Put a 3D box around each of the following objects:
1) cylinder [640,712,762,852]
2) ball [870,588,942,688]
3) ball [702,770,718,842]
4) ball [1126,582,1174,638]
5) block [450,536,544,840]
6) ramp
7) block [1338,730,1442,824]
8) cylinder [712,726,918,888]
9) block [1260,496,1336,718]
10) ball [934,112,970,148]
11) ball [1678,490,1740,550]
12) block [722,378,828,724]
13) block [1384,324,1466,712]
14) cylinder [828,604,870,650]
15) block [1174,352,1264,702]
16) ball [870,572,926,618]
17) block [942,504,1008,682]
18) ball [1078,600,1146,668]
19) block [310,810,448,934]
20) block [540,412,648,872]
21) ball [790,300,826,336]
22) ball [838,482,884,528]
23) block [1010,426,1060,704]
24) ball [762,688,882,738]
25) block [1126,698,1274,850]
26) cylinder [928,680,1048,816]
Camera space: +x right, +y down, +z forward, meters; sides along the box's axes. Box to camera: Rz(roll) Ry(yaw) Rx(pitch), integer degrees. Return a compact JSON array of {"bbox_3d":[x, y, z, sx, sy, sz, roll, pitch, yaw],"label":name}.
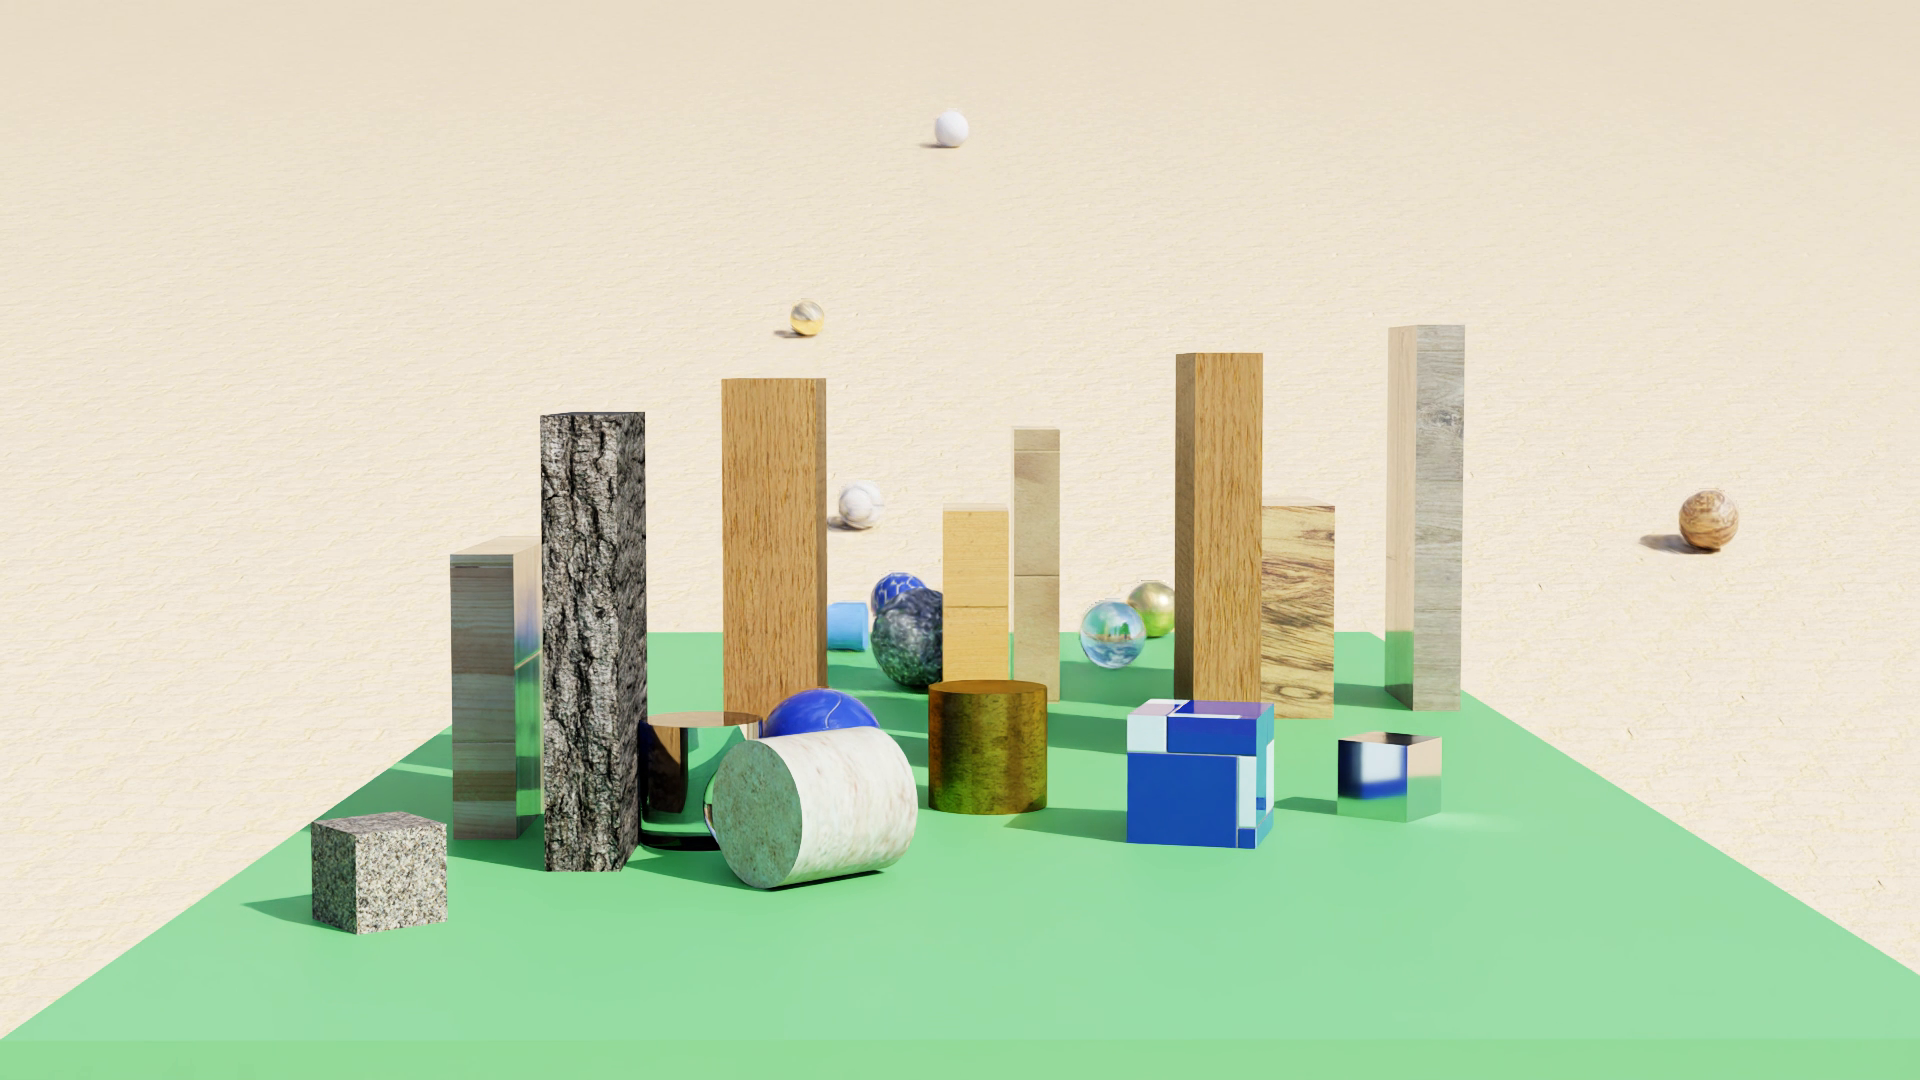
[{"bbox_3d":[-0.364,0.338,3.617,0.172,0.172,0.172,0,4,0],"label":"cylinder"},{"bbox_3d":[-0.081,0.205,5.356,0.209,0.209,0.209,0,20,0],"label":"ball"},{"bbox_3d":[-0.278,0.361,3.487,0.143,0.143,0.143,0,20,0],"label":"ball"},{"bbox_3d":[0.478,0.174,6.367,0.141,0.141,0.141,0,20,0],"label":"ball"},{"bbox_3d":[-0.672,0.208,3.819,0.089,0.404,0.409,0,4,0],"label":"block"},{"bbox_3d":[0.046,0.414,4.536,2.000,0.100,4.000,0,4,0],"label":"ramp"},{"bbox_3d":[0.641,0.352,3.830,0.114,0.114,0.114,3,5,36],"label":"block"},{"bbox_3d":[-0.189,0.346,3.343,0.190,0.190,0.190,-3,17,-42],"label":"cylinder"},{"bbox_3d":[0.638,0.126,5.058,0.144,0.406,0.373,0,4,0],"label":"block"},{"bbox_3d":[-0.043,-2.100,13.119,0.182,0.182,0.182,0,20,0],"label":"ball"},{"bbox_3d":[2.152,-0.057,7.378,0.172,0.172,0.172,0,20,0],"label":"ball"},{"bbox_3d":[-0.288,0.071,4.034,0.142,0.649,0.316,0,4,0],"label":"block"},{"bbox_3d":[0.927,-0.052,5.135,0.093,0.750,0.332,0,4,0],"label":"block"},{"bbox_3d":[-0.278,0.206,6.062,0.112,0.112,0.112,0,19,6],"label":"cylinder"},{"bbox_3d":[0.451,0.018,4.516,0.114,0.692,0.387,0,4,0],"label":"block"},{"bbox_3d":[-0.151,0.158,6.492,0.155,0.155,0.155,0,20,0],"label":"ball"},{"bbox_3d":[0.026,0.158,4.379,0.109,0.430,0.263,0,4,0],"label":"block"},{"bbox_3d":[0.340,0.211,5.718,0.151,0.151,0.151,0,20,0],"label":"ball"},{"bbox_3d":[-0.700,0.399,3.091,0.118,0.118,0.118,-3,5,-39],"label":"block"},{"bbox_3d":[-0.499,0.127,3.529,0.099,0.603,0.316,0,4,0],"label":"block"},{"bbox_3d":[-0.572,-0.829,9.608,0.134,0.134,0.134,0,20,0],"label":"ball"},{"bbox_3d":[-0.292,-0.102,7.558,0.138,0.138,0.138,0,20,0],"label":"ball"},{"bbox_3d":[0.152,0.043,5.260,0.091,0.546,0.327,0,4,0],"label":"block"},{"bbox_3d":[-0.206,0.316,3.796,0.193,0.193,0.193,0,20,0],"label":"ball"},{"bbox_3d":[0.344,0.330,3.654,0.181,0.181,0.181,1,4,15],"label":"block"},{"bbox_3d":[0.042,0.313,3.909,0.182,0.182,0.182,0,4,0],"label":"cylinder"}]
